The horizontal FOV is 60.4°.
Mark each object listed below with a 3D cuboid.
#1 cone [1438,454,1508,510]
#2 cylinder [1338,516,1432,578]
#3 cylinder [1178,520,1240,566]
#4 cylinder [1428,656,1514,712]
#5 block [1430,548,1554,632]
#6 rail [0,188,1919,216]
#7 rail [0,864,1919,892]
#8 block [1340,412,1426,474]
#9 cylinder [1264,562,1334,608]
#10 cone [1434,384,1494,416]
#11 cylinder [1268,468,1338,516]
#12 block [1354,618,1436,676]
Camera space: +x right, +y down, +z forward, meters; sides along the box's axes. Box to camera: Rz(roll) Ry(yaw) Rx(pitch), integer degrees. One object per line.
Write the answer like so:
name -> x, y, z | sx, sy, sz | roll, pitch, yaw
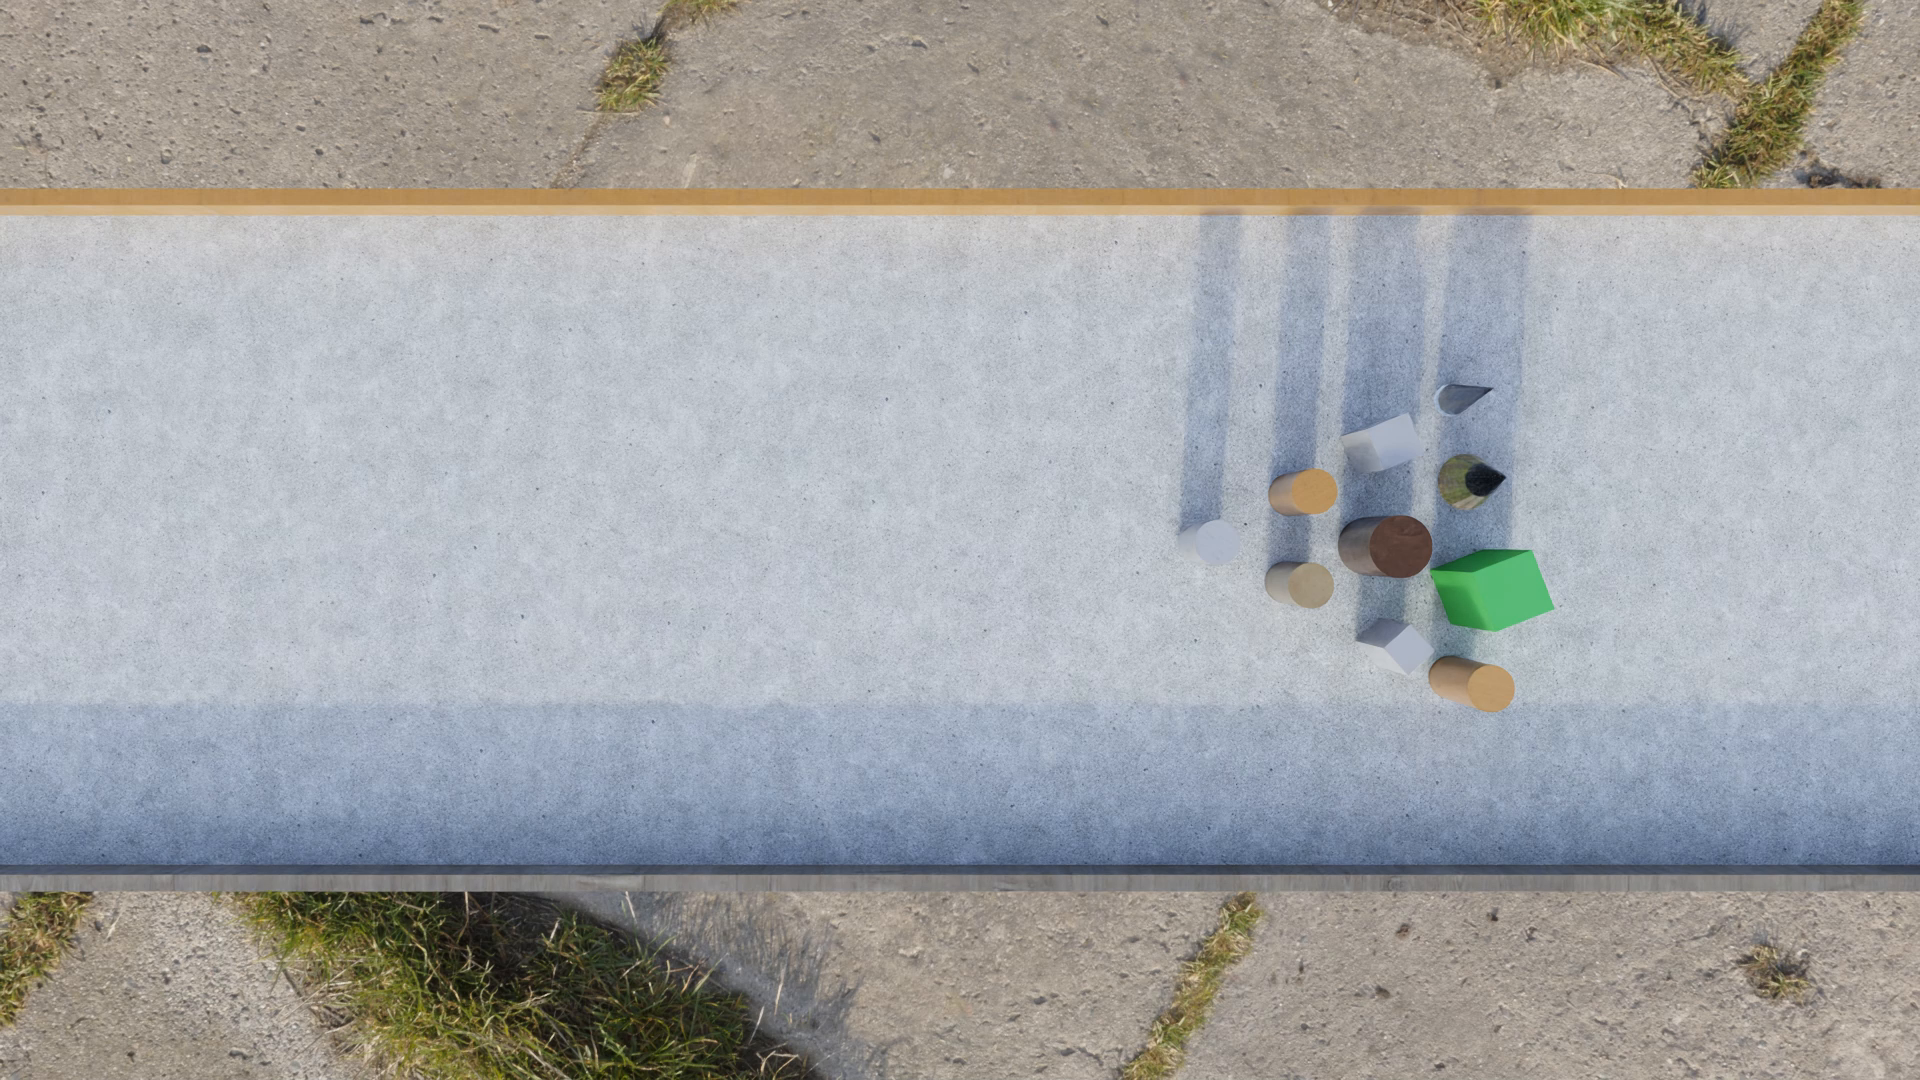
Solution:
cone -> 1.557, -0.179, 4.884 | 0.173, 0.384, 0.173 | 0, 90, 0
cylinder -> 1.253, 0.019, 4.880 | 0.180, 0.393, 0.180 | 0, 90, 0
cylinder -> 0.734, 0.007, 4.887 | 0.130, 0.378, 0.130 | 0, 90, 0
cylinder -> 1.510, 0.423, 4.881 | 0.135, 0.390, 0.135 | 0, 90, 0
block -> 1.561, 0.144, 4.863 | 0.179, 0.427, 0.179 | -21, 90, 0
rail -> -2.247, -1.025, 5.002 | 12.000, 0.150, 0.050 | 0, 90, 0
rail -> -2.247, 1.025, 5.001 | 12.000, 0.150, 0.050 | 0, 90, 0
block -> 1.254, -0.285, 4.910 | 0.128, 0.333, 0.128 | -22, 90, 0
cylinder -> 1.003, 0.130, 4.892 | 0.131, 0.368, 0.131 | 0, 90, 0
cone -> 1.510, -0.430, 4.866 | 0.102, 0.421, 0.102 | 0, 90, 0
cylinder -> 1.014, -0.139, 4.896 | 0.131, 0.361, 0.131 | 0, 90, 0
block -> 1.289, 0.314, 4.903 | 0.105, 0.347, 0.105 | -42, 90, 0
